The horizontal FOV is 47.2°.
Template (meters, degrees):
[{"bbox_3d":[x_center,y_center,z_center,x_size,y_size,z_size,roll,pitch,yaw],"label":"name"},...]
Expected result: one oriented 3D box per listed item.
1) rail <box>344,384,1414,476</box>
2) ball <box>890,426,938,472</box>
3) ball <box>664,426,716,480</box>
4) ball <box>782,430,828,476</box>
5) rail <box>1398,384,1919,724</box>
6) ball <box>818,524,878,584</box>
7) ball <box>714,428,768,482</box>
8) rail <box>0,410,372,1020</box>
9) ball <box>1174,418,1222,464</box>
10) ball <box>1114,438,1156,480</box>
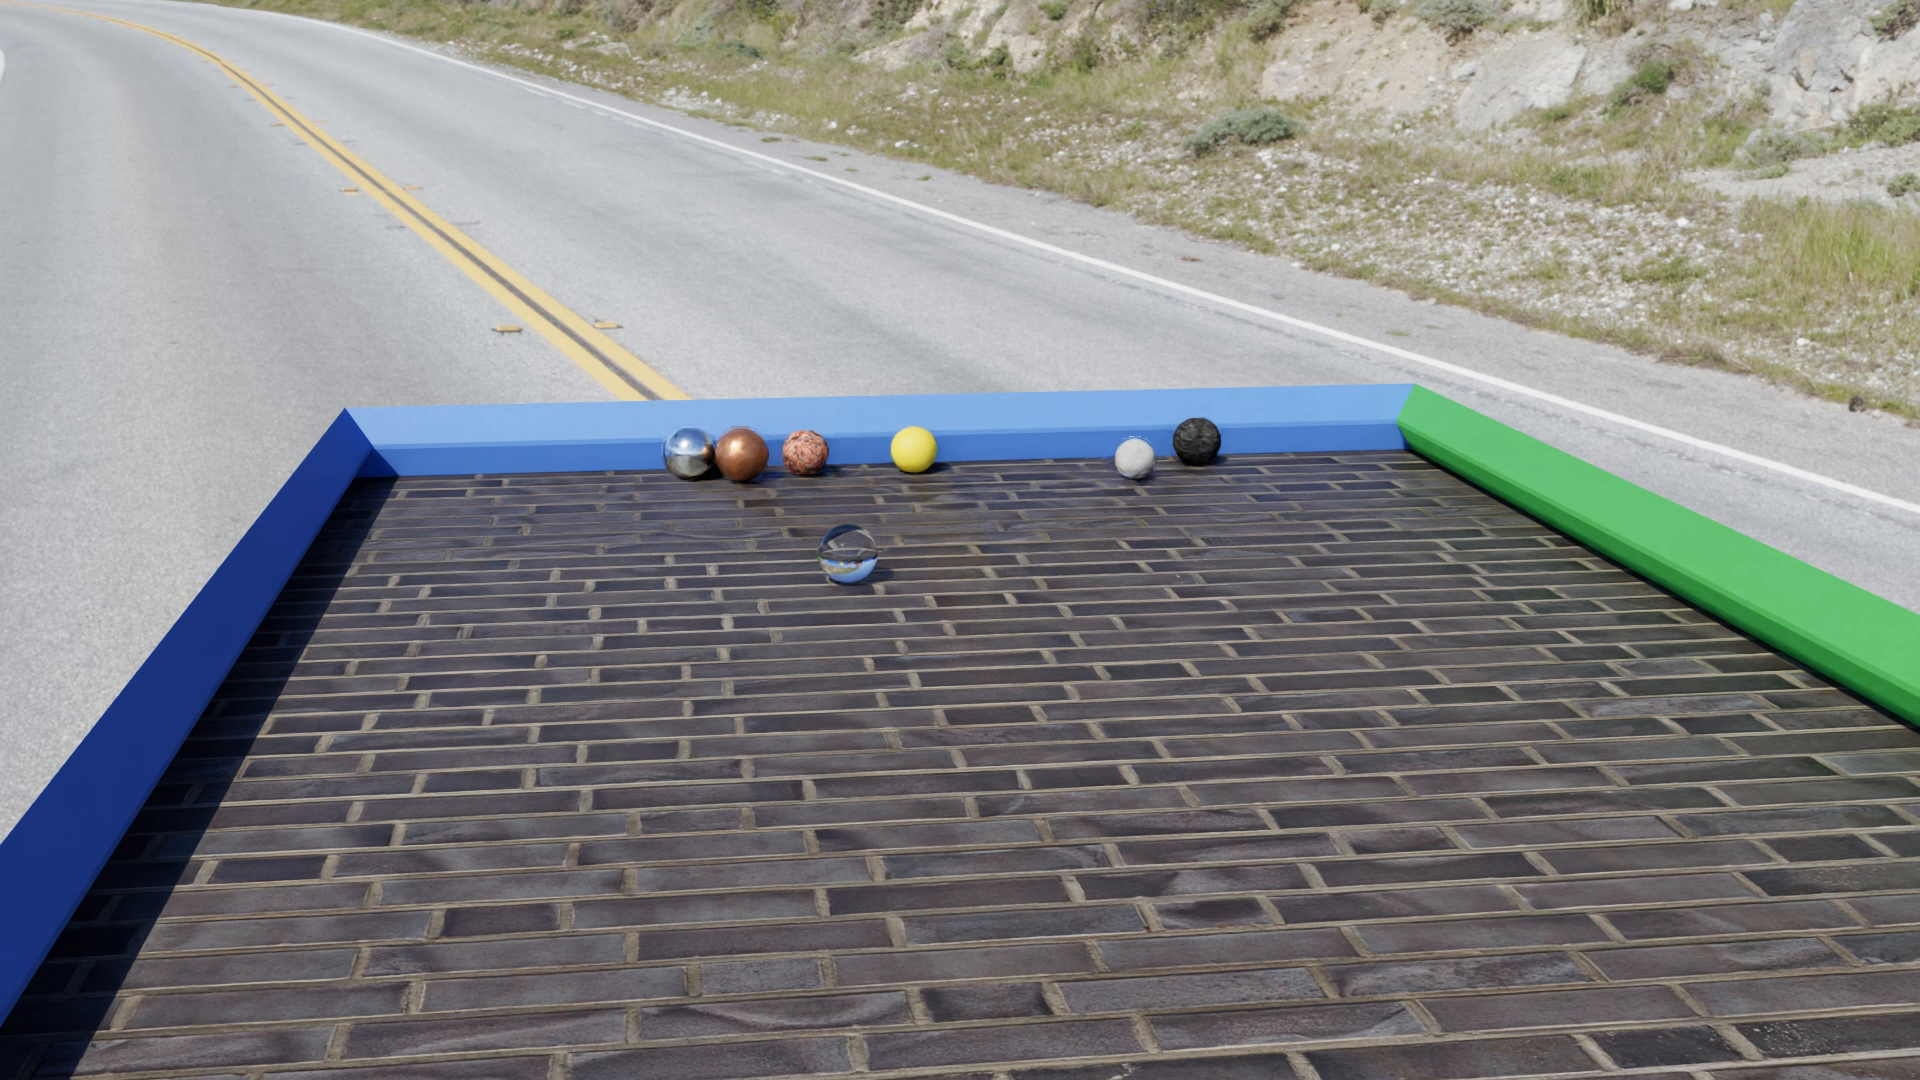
[{"bbox_3d":[-0.097,-0.174,3.528,1.734,0.109,0.045,-2,13,-8],"label":"rail"},{"bbox_3d":[-0.072,-0.143,3.476,0.074,0.074,0.074,0,13,0],"label":"ball"},{"bbox_3d":[-0.421,-0.136,3.426,0.083,0.083,0.083,0,13,0],"label":"ball"},{"bbox_3d":[-0.243,-0.137,3.454,0.073,0.073,0.073,0,13,0],"label":"ball"},{"bbox_3d":[0.936,0.119,2.268,0.045,0.109,2.898,-2,13,-8],"label":"rail"},{"bbox_3d":[-0.142,0.017,2.784,0.076,0.076,0.076,0,13,0],"label":"ball"},{"bbox_3d":[-0.338,-0.132,3.404,0.084,0.084,0.084,0,13,0],"label":"ball"},{"bbox_3d":[-0.735,0.172,2.039,0.045,0.109,2.898,-2,13,-8],"label":"rail"},{"bbox_3d":[0.382,-0.159,3.541,0.077,0.077,0.077,0,13,0],"label":"ball"},{"bbox_3d":[0.273,-0.126,3.424,0.064,0.064,0.064,0,13,0],"label":"ball"}]
